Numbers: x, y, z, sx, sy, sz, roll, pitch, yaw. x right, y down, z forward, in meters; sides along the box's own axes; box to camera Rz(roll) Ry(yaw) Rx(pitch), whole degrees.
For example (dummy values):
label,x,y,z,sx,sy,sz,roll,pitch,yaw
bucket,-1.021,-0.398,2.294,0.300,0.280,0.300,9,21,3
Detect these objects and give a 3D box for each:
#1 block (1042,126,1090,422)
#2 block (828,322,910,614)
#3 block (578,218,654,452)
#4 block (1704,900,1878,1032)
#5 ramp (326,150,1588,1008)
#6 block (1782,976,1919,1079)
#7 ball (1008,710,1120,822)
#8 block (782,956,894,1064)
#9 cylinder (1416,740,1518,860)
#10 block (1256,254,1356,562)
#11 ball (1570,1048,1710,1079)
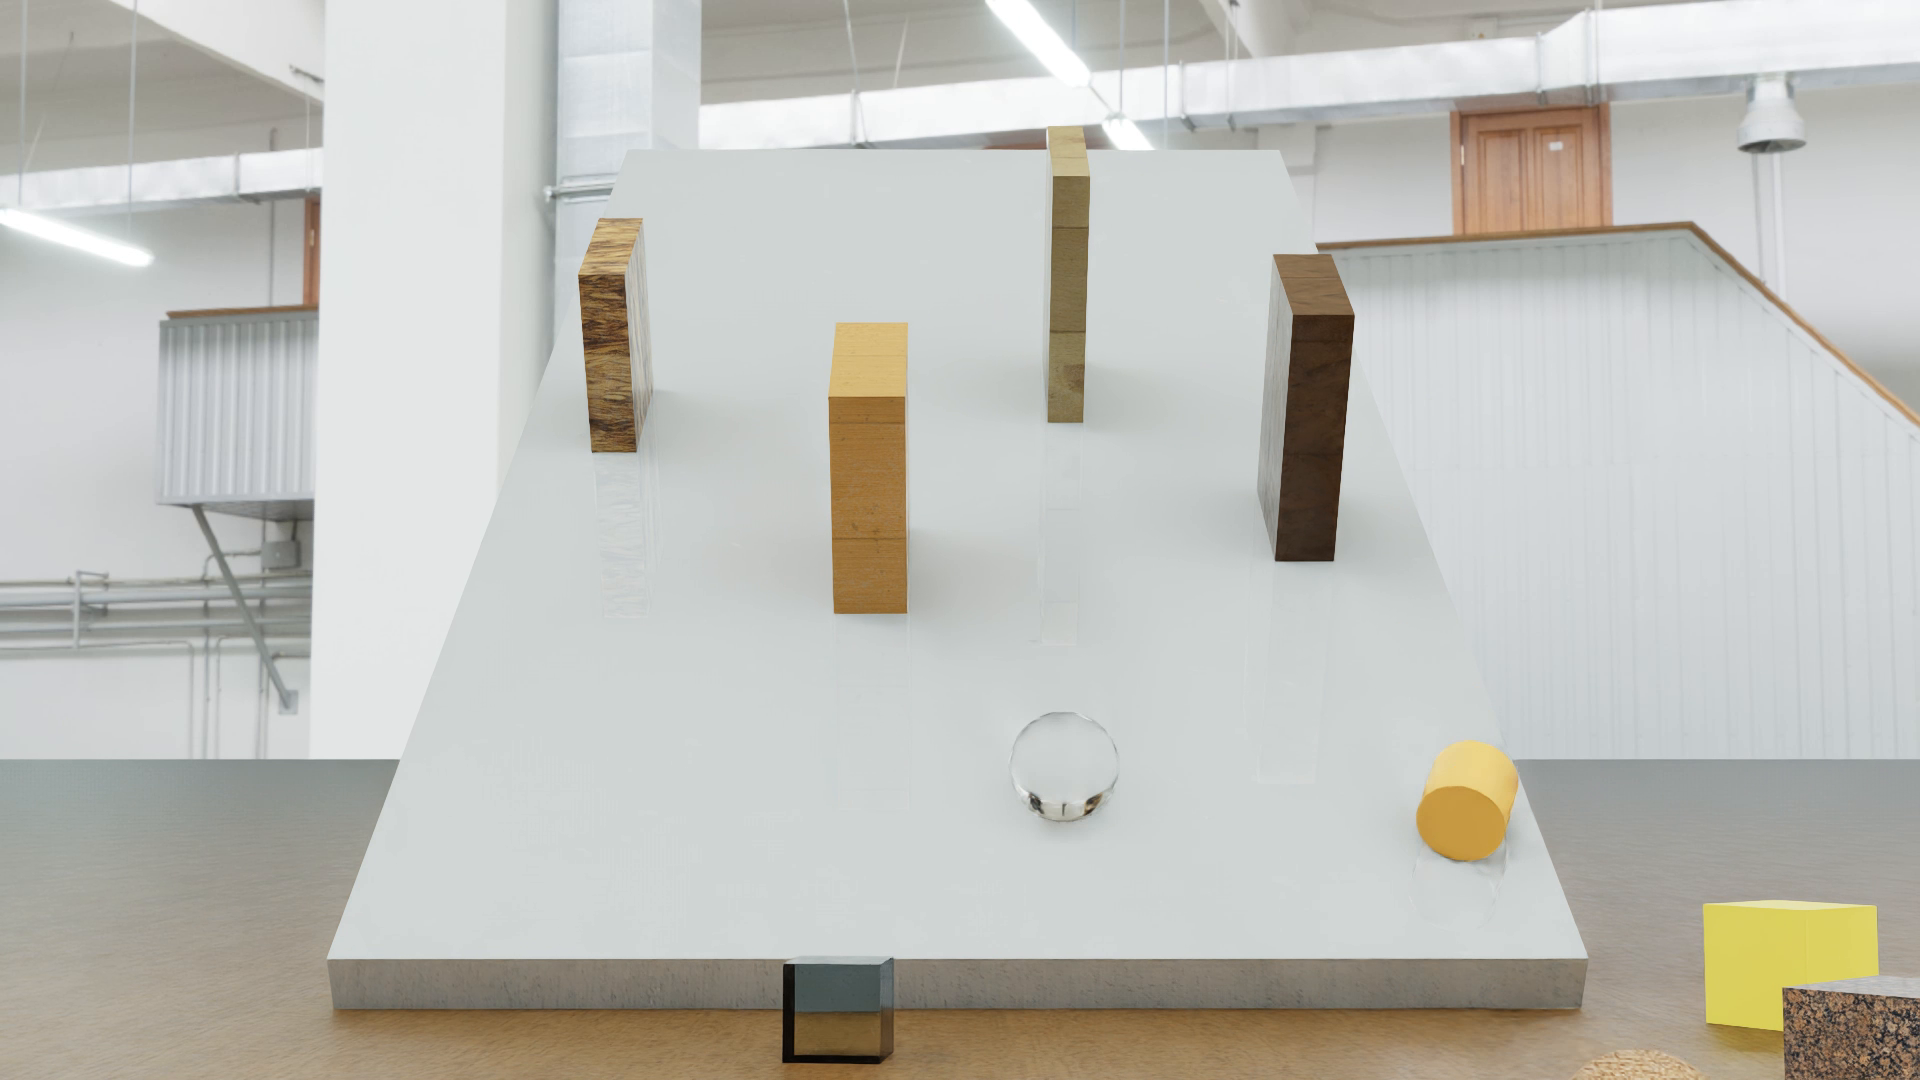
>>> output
label,x,y,z,sx,sy,sz,roll,pitch,yaw
block,0.246,-0.623,5.576,0.083,0.601,0.357,0,28,0
block,-0.179,-0.148,4.806,0.146,0.474,0.366,0,28,0
block,-0.785,-0.472,5.464,0.102,0.431,0.356,0,28,0
block,1.259,0.643,3.610,0.179,0.179,0.179,4,-6,-36
ramp,-0.011,-0.224,5.567,2.000,0.100,4.000,0,28,0
block,0.916,0.519,2.257,0.186,0.186,0.186,5,-7,-41
ball,0.178,0.389,4.092,0.190,0.190,0.190,0,-5,0
block,-0.163,0.632,3.214,0.130,0.130,0.130,-1,-5,6
cylinder,0.861,0.442,4.042,0.148,0.148,0.148,-2,25,24
block,0.716,-0.277,4.972,0.123,0.552,0.333,0,28,0
ball,0.583,0.514,2.033,0.156,0.156,0.156,0,-5,0
